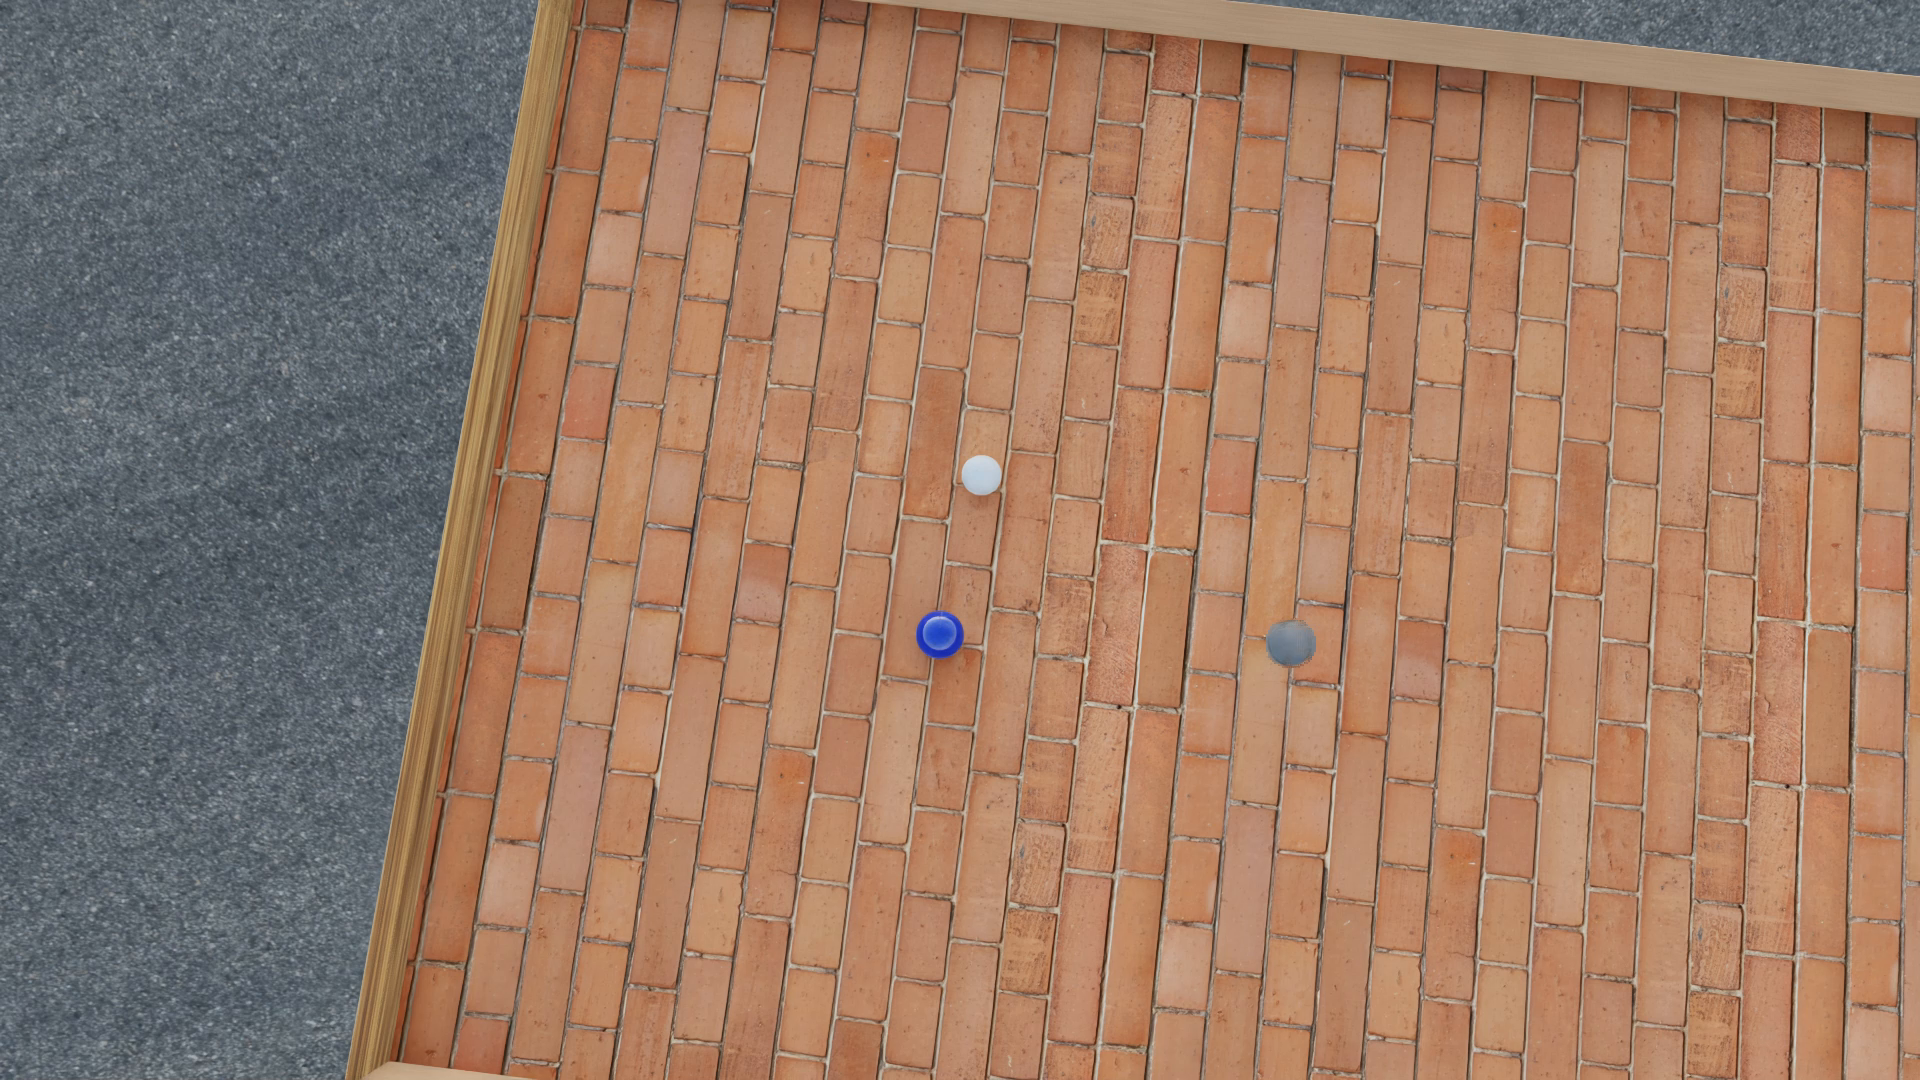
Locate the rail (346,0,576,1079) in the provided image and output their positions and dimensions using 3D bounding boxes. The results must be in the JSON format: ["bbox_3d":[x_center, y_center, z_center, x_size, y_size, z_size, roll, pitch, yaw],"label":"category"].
[{"bbox_3d":[-0.733,-0.089,3.333,0.045,0.095,1.809,7,77,2],"label":"rail"}]

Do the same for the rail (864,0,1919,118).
[{"bbox_3d":[0.862,-0.766,3.494,3.050,0.095,0.045,7,77,2],"label":"rail"}]

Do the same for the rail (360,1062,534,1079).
[{"bbox_3d":[0.652,0.936,3.088,3.050,0.095,0.045,7,77,2],"label":"rail"}]

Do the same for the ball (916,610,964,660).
[{"bbox_3d":[-0.030,0.142,3.289,0.073,0.073,0.073,0,77,0],"label":"ball"}]

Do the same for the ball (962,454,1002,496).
[{"bbox_3d":[0.033,-0.099,3.353,0.062,0.062,0.062,0,77,0],"label":"ball"}]

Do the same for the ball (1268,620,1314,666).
[{"bbox_3d":[0.494,0.155,3.289,0.068,0.068,0.068,0,77,0],"label":"ball"}]
